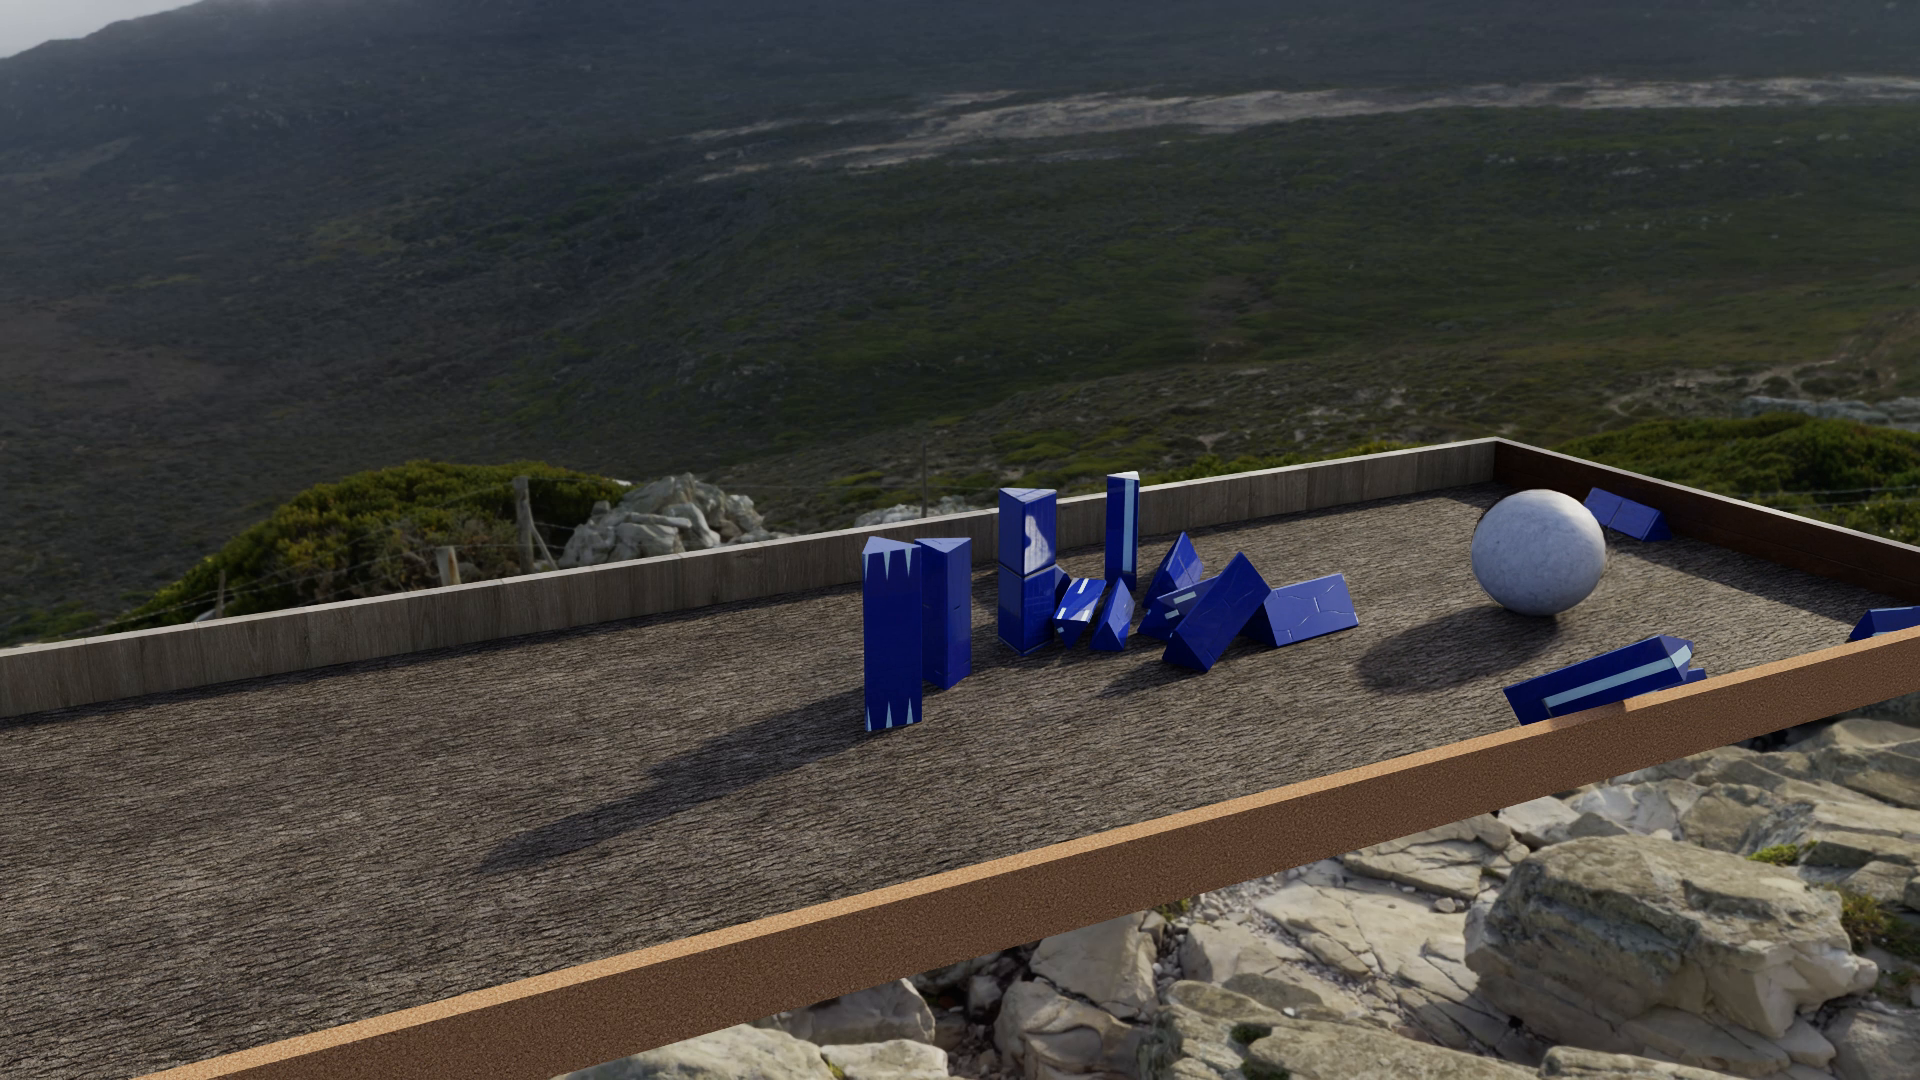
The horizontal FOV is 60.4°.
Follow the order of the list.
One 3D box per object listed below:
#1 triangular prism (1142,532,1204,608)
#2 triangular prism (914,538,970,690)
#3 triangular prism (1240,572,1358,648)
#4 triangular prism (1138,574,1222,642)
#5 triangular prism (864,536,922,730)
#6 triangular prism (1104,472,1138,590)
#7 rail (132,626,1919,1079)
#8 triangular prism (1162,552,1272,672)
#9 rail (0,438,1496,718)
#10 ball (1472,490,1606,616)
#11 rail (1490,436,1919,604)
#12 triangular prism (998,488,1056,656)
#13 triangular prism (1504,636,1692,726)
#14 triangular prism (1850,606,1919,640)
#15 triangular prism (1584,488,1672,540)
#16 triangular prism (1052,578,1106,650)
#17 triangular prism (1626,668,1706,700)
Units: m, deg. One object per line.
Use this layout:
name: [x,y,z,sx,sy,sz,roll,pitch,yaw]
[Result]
triangular prism: [0.633,0.084,4.857,0.131,0.114,0.414,4,17,13]
triangular prism: [-0.023,0.176,4.125,0.120,0.356,0.139,-11,20,-33]
triangular prism: [0.927,0.179,4.500,0.313,0.131,0.151,-11,20,-33]
triangular prism: [0.649,0.174,4.553,0.129,0.112,0.345,15,22,42]
triangular prism: [-0.180,0.214,3.864,0.143,0.431,0.124,-8,18,-25]
triangular prism: [0.495,-0.030,4.860,0.102,0.337,0.088,10,19,30]
rail: [-2.336,1.006,1.665,12.000,0.150,0.050,-9,18,-27]
triangular prism: [0.660,0.177,4.301,0.139,0.121,0.332,13,46,39]
rail: [-3.305,0.497,3.399,12.000,0.150,0.050,-9,18,-27]
ball: [1.615,0.035,4.607,0.354,0.354,0.354,0,16,0]
rail: [2.466,-0.048,5.253,0.050,0.150,2.100,-9,18,-27]
triangular prism: [0.156,0.076,4.350,0.128,0.420,0.148,12,20,35]
triangular prism: [1.412,0.304,3.687,0.436,0.094,0.109,-34,21,53]
triangular prism: [2.605,0.220,4.427,0.388,0.095,0.110,-3,17,-10]
triangular prism: [2.212,-0.091,5.484,0.111,0.096,0.332,-5,17,-17]
triangular prism: [0.317,0.181,4.519,0.083,0.096,0.361,33,20,2]
triangular prism: [1.592,0.378,3.824,0.315,0.131,0.151,-6,18,-21]
